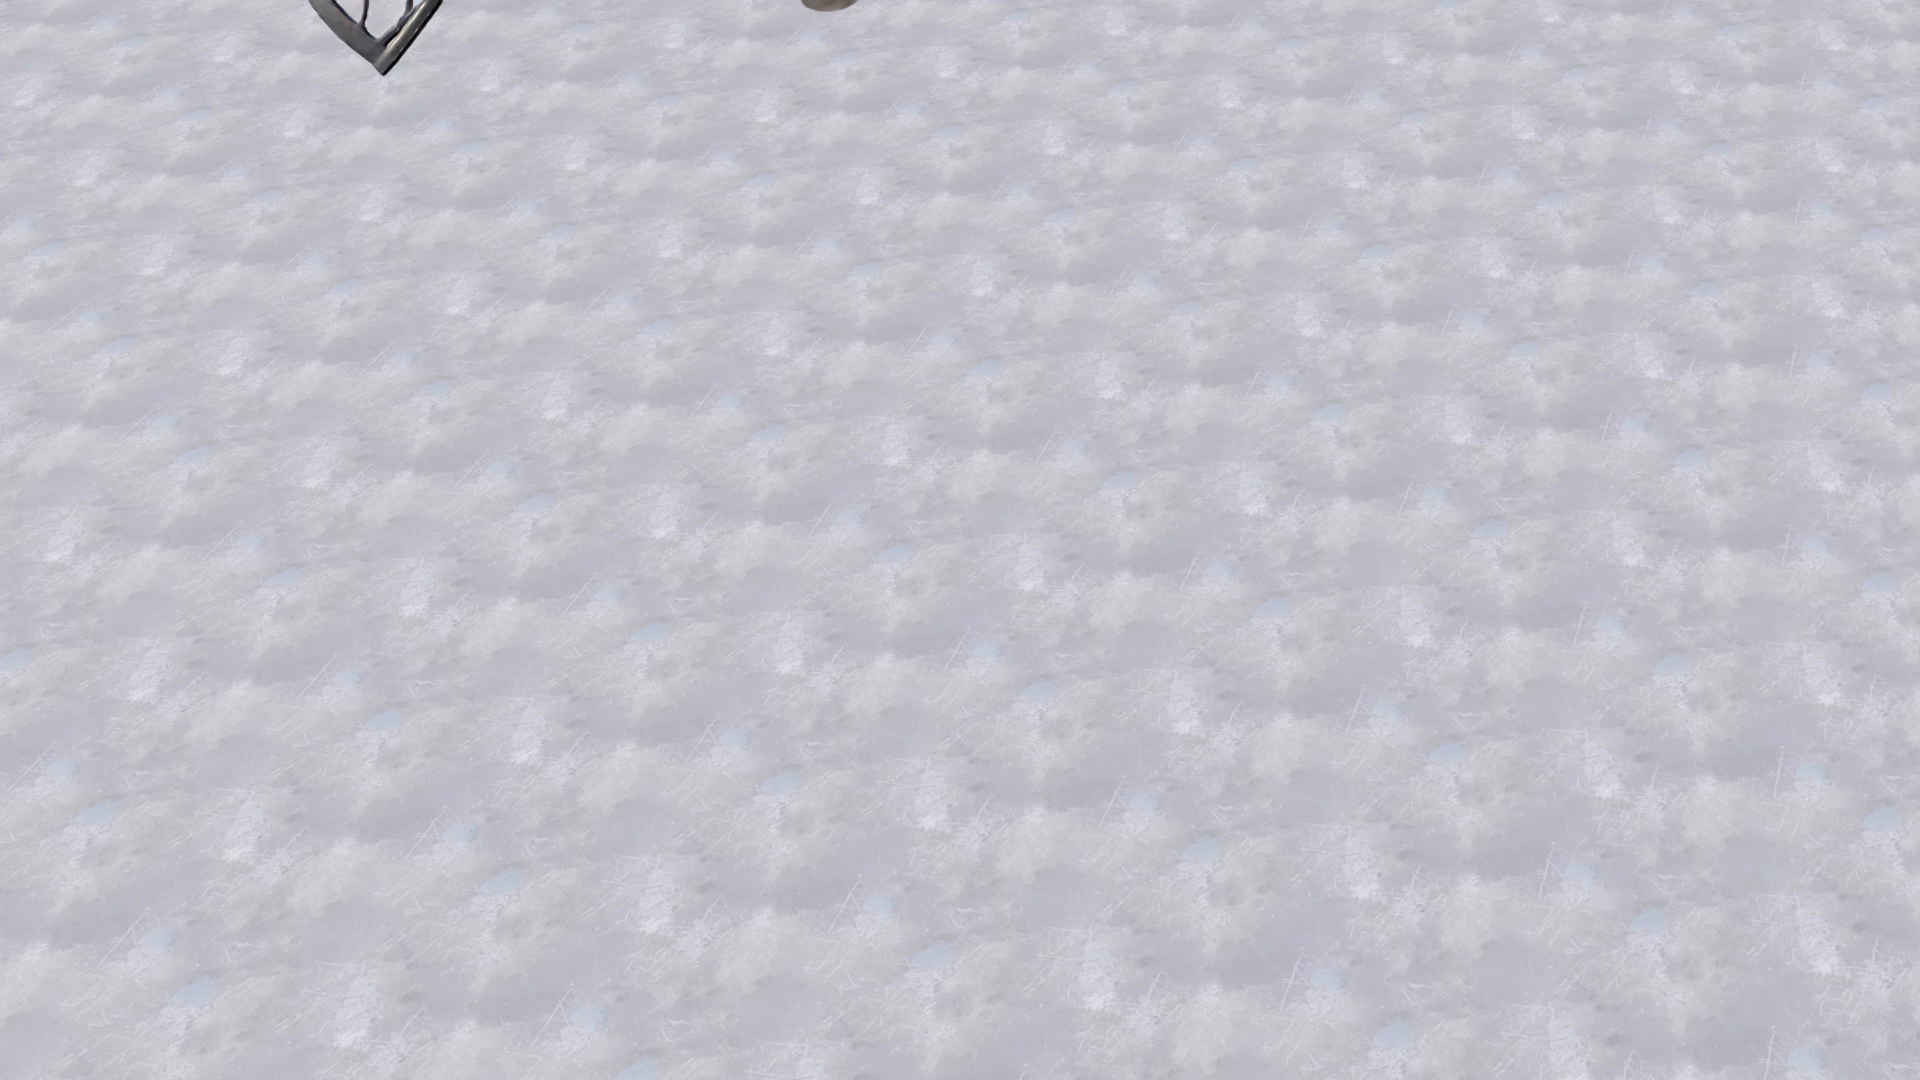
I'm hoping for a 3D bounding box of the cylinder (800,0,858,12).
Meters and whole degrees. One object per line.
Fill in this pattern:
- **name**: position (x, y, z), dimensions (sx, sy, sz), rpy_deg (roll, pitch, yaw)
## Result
- **cylinder**: position (-0.366, -1.572, 8.188), dimensions (0.188, 0.174, 0.112), rpy_deg (4, 63, -36)
